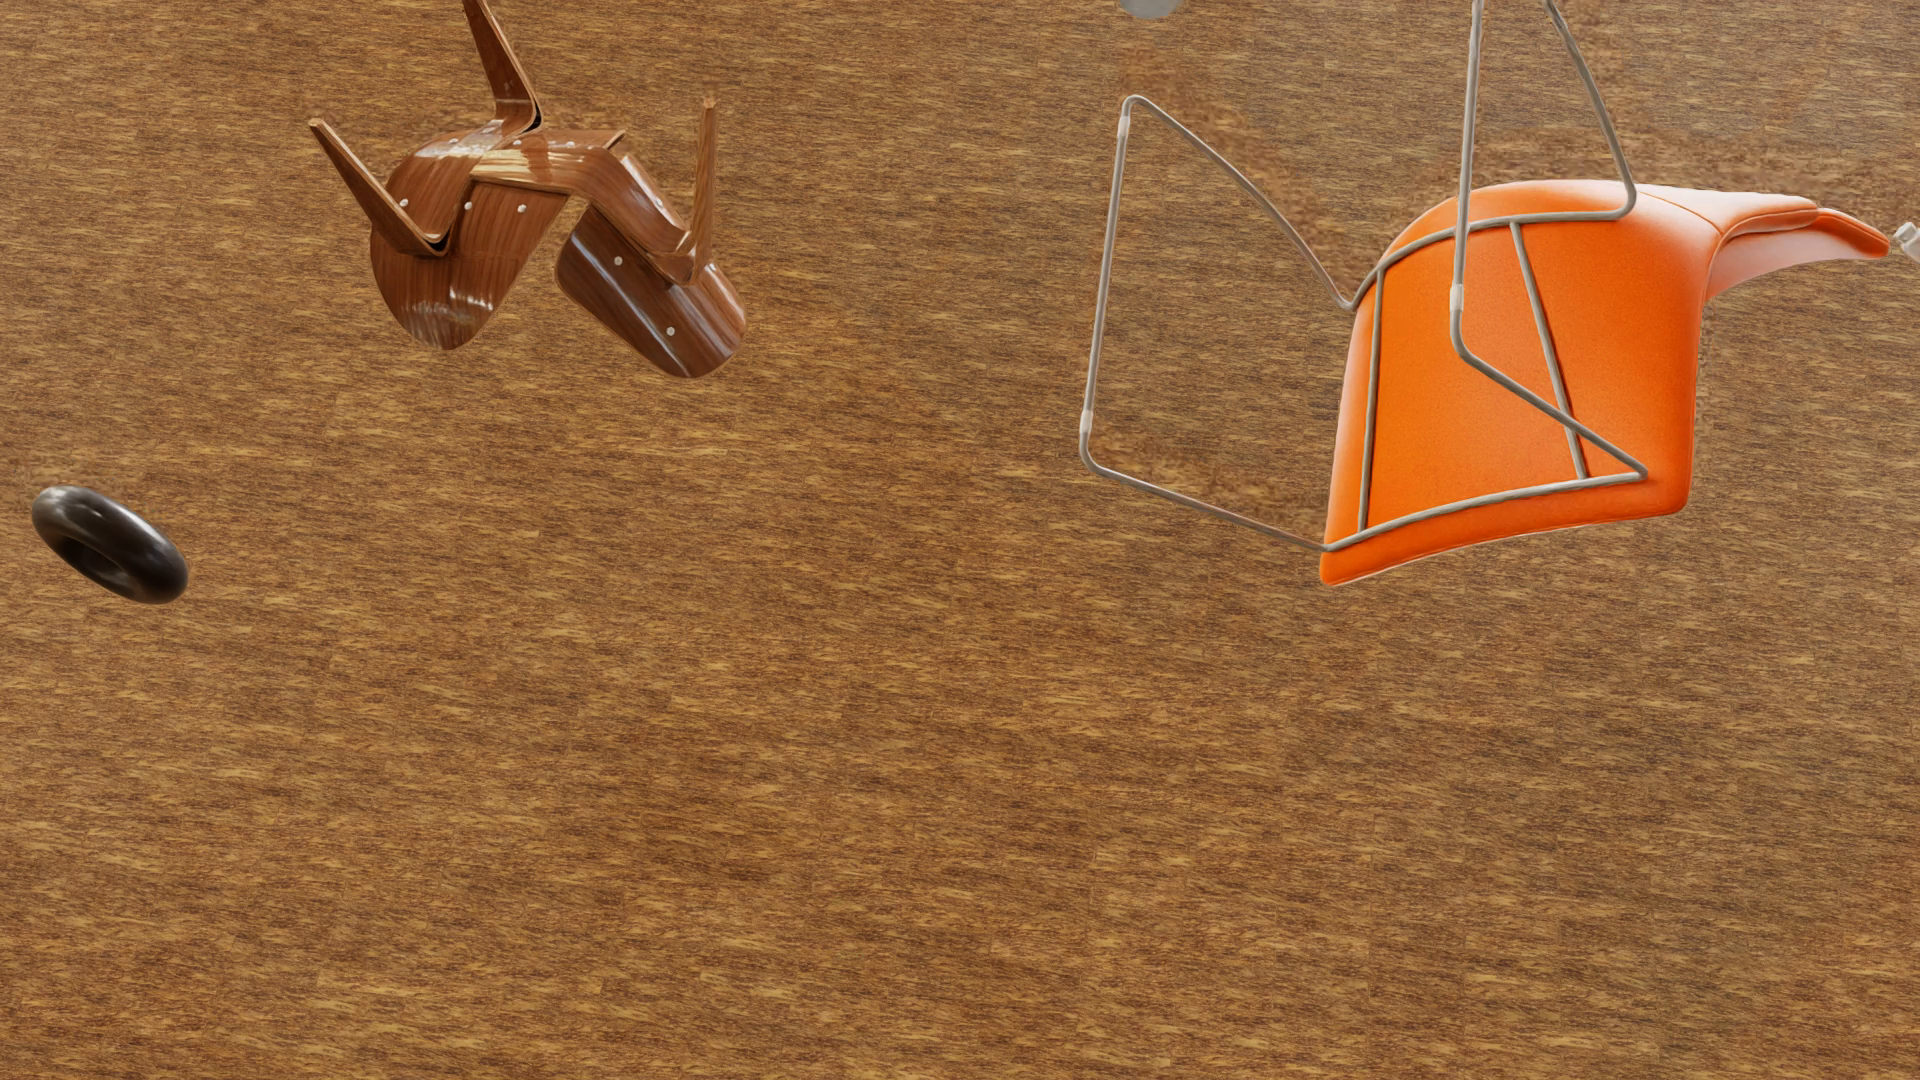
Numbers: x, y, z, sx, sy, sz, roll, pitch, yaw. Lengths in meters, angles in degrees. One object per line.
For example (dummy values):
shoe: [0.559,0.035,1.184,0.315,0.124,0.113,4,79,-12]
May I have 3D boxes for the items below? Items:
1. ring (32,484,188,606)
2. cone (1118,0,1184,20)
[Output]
ring: [-1.509,0.009,3.906,0.306,0.268,0.091,26,62,9]
cone: [0.450,-1.159,4.399,0.188,0.246,0.266,-3,52,-42]
